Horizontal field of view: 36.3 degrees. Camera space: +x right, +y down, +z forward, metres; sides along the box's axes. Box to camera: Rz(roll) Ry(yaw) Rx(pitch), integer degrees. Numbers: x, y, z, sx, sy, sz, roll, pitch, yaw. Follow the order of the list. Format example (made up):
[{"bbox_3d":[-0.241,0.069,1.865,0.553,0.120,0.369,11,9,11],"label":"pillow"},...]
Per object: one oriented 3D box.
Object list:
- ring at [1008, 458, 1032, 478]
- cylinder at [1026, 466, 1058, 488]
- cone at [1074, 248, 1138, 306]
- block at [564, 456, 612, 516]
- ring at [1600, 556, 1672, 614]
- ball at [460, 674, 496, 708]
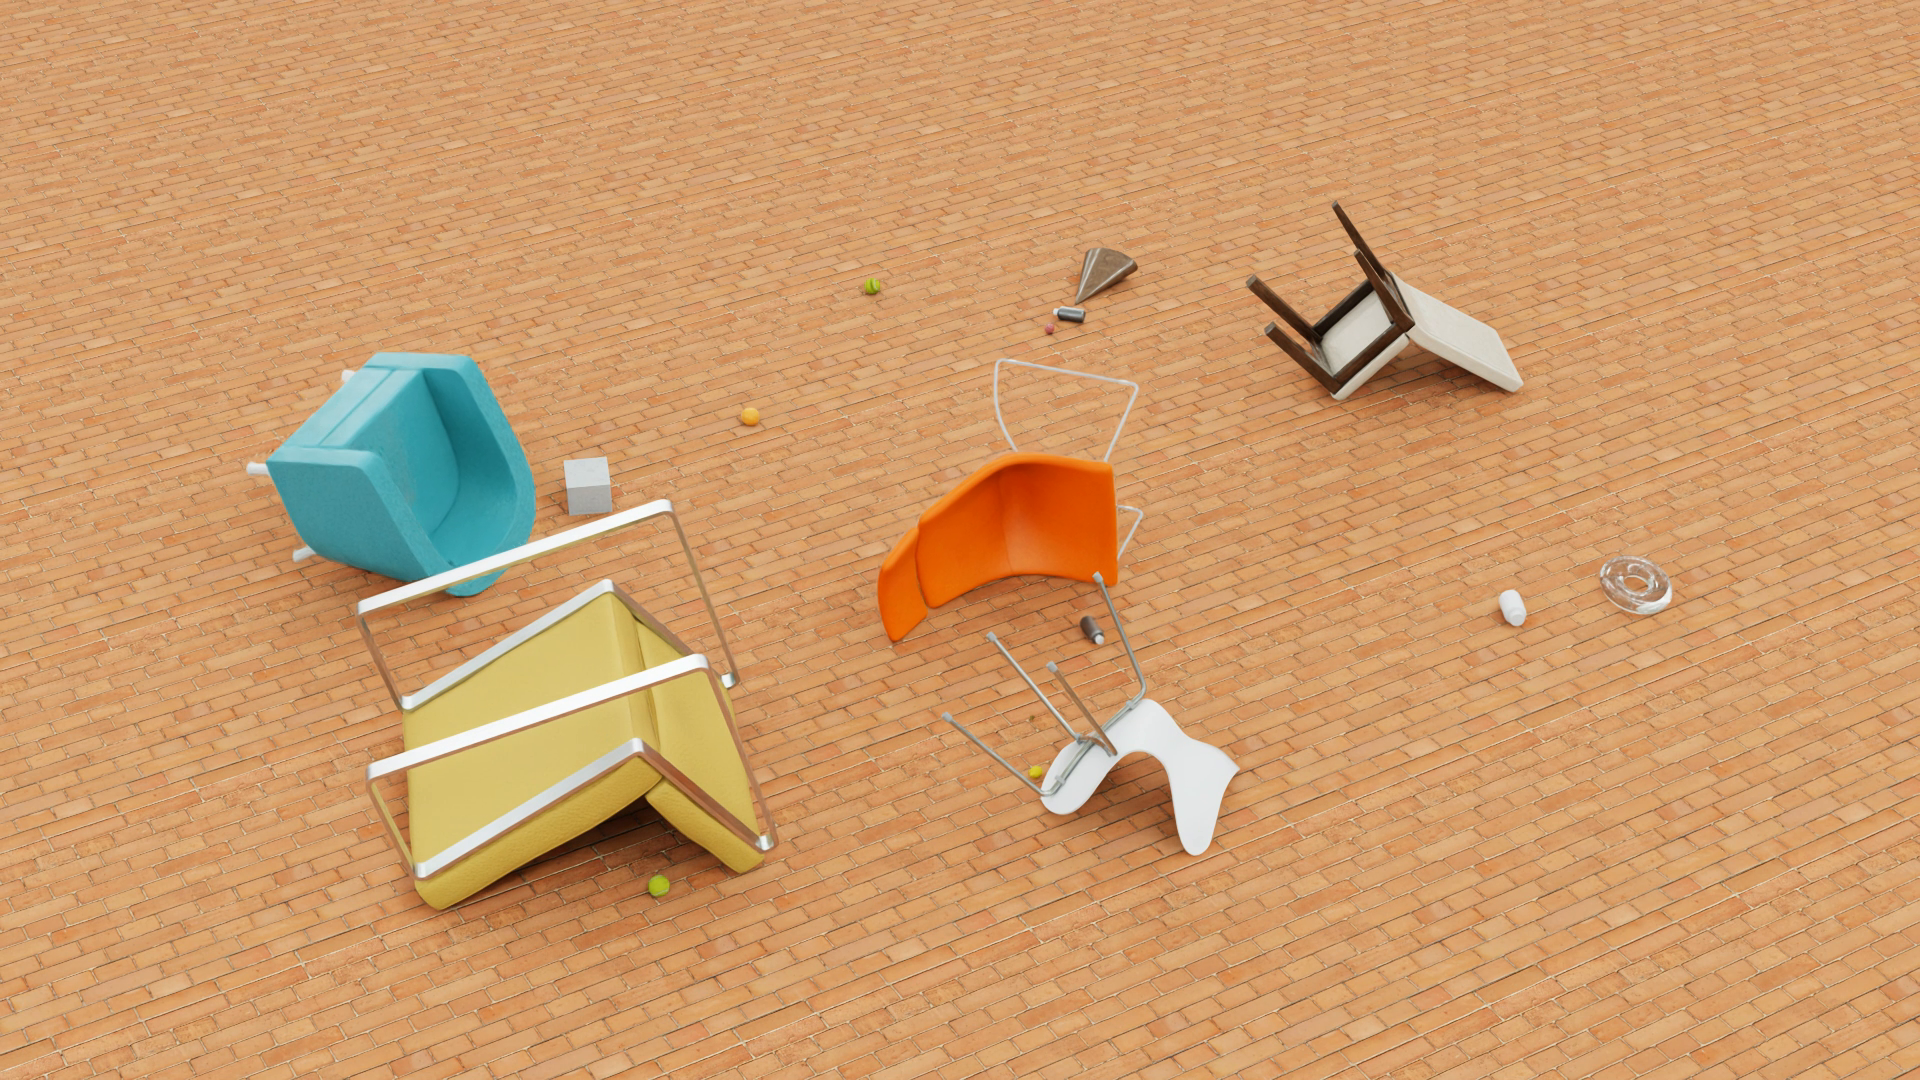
[{"bbox_3d":[0.231,-0.275,11.311,0.101,0.057,0.083,-14,38,-17],"label":"ring"},{"bbox_3d":[0.312,-0.242,11.271,0.081,0.044,0.095,28,43,34],"label":"cylinder"},{"bbox_3d":[0.569,-1.098,12.552,0.260,0.132,0.337,15,47,28],"label":"cone"},{"bbox_3d":[-1.414,-0.205,11.142,0.163,0.124,0.199,-6,34,-8],"label":"block"},{"bbox_3d":[2.455,0.161,10.653,0.258,0.053,0.363,-1,33,0],"label":"ring"},{"bbox_3d":[-1.652,0.518,10.052,0.116,0.116,0.116,0,33,0],"label":"ball"}]
